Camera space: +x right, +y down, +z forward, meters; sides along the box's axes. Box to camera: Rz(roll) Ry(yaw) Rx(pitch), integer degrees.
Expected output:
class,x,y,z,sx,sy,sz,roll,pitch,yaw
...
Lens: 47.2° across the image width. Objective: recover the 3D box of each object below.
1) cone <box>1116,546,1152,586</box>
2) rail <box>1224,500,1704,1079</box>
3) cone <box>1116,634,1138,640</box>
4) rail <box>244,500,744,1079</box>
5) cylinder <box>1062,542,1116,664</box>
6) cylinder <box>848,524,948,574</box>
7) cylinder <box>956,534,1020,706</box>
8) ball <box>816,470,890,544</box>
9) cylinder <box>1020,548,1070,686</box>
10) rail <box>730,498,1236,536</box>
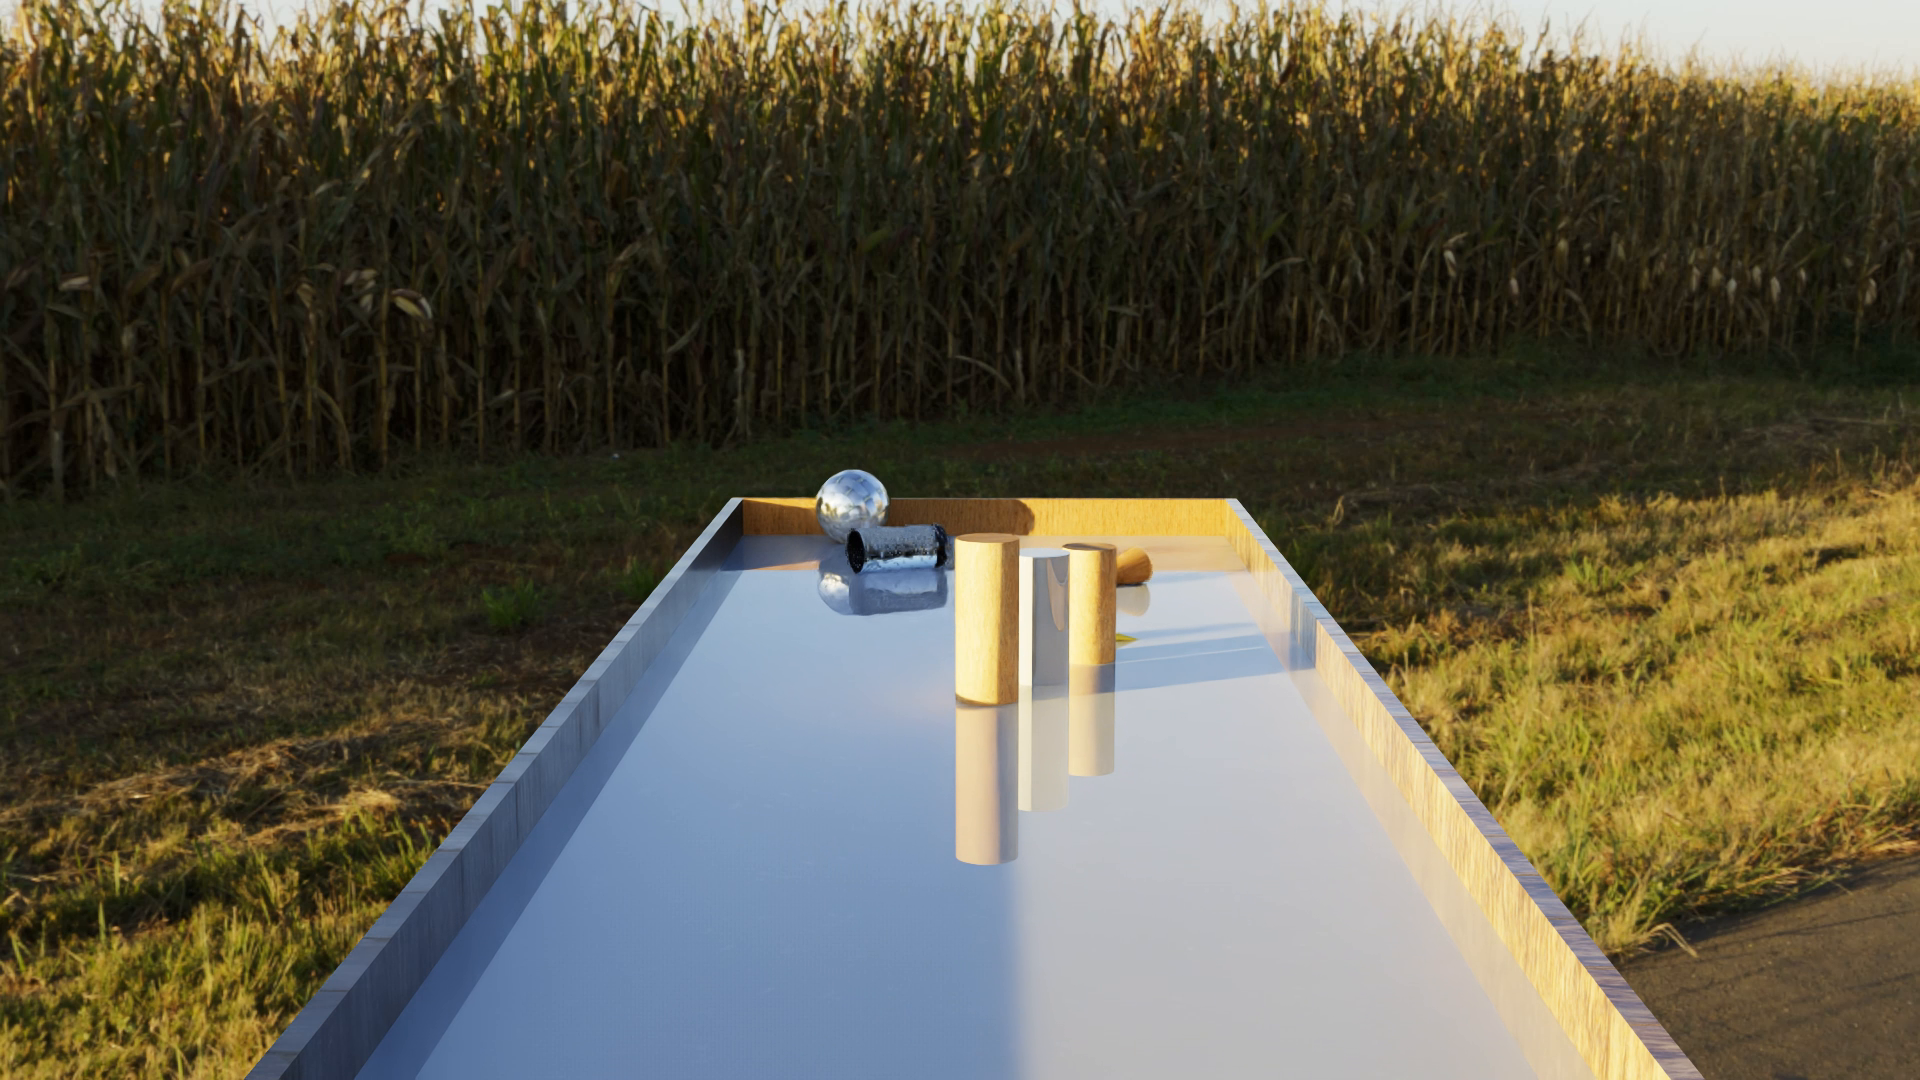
class,x,y,z,sx,sy,sz,roll,pitch,yaw
cone,0.511,0.139,7.920,0.384,0.132,0.132,-20,20,-39
rail,1.046,0.843,3.208,0.050,0.150,12.000,0,9,1
cone,0.406,0.297,6.961,0.347,0.108,0.108,7,7,-16
rail,-1.004,0.839,3.234,0.050,0.150,12.000,0,9,1
cylinder,0.392,0.192,6.690,0.166,0.347,0.166,0,9,0
cylinder,-0.234,0.033,8.287,0.342,0.162,0.162,-4,10,-25
cylinder,0.077,0.220,6.157,0.179,0.458,0.179,0,9,0
ball,-0.434,-0.136,8.907,0.301,0.301,0.301,0,9,0
cylinder,0.233,0.222,6.408,0.174,0.376,0.174,0,9,0
rail,0.099,-0.098,9.147,2.100,0.150,0.050,0,9,1
